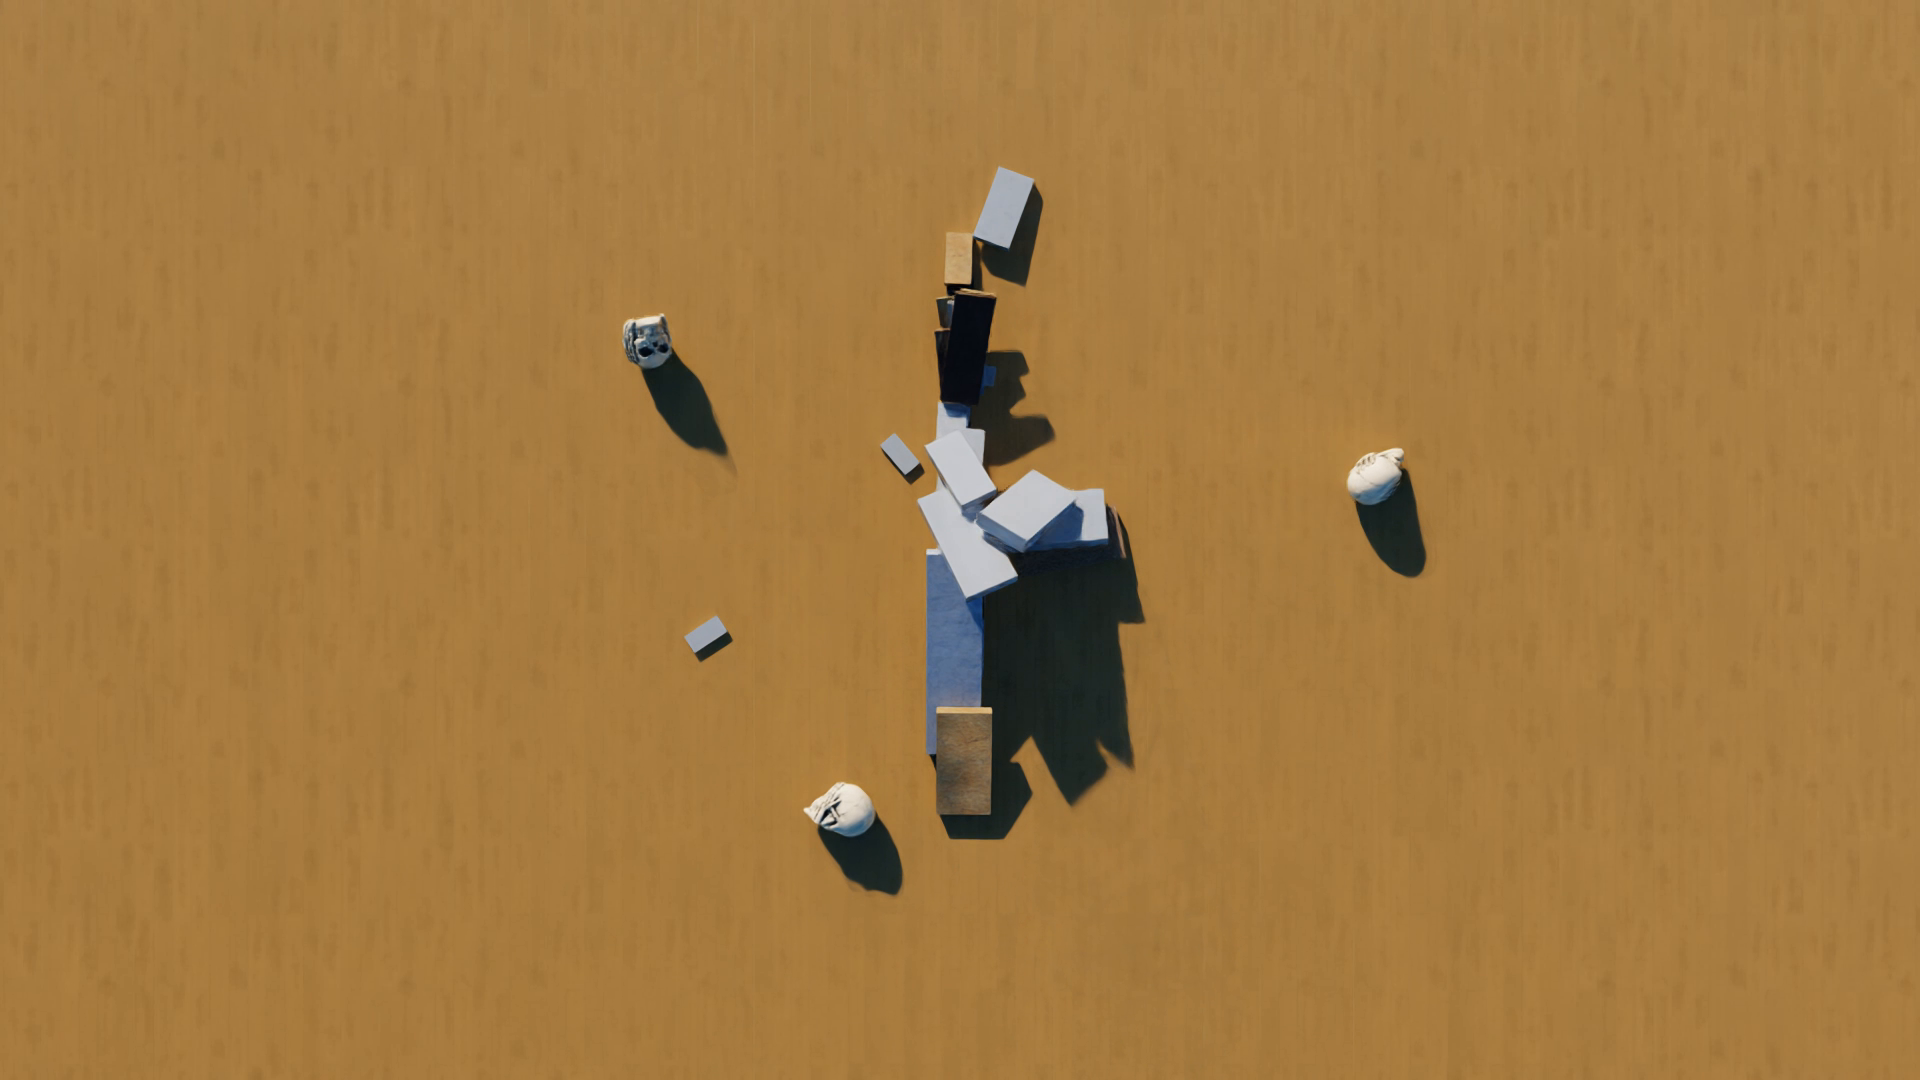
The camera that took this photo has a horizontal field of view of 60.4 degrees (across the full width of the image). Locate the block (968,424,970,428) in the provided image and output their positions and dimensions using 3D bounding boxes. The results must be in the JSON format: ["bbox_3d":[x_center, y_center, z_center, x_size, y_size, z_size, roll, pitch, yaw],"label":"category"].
[{"bbox_3d":[-0.014,-0.298,5.463,0.095,0.027,0.191,1,76,0],"label":"block"}]

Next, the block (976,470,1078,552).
[{"bbox_3d":[0.217,-0.096,5.273,0.178,0.356,0.050,31,127,16],"label":"block"}]

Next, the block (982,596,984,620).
[{"bbox_3d":[0.007,0.109,5.336,0.148,0.042,0.295,0,107,0],"label":"block"}]

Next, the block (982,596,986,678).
[{"bbox_3d":[0.006,0.305,5.438,0.148,0.042,0.295,1,107,0],"label":"block"}]

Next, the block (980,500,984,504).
[{"bbox_3d":[0.007,-0.091,5.440,0.142,0.040,0.284,1,106,0],"label":"block"}]

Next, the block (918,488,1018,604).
[{"bbox_3d":[0.022,0.001,5.228,0.178,0.050,0.369,-23,70,-9],"label":"block"}]

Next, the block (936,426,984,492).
[{"bbox_3d":[0.000,-0.220,5.357,0.142,0.040,0.284,4,80,1],"label":"block"}]

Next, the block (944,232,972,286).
[{"bbox_3d":[-0.004,-0.932,5.473,0.088,0.025,0.176,2,80,0],"label":"block"}]

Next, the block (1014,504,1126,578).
[{"bbox_3d":[0.356,0.005,5.475,0.356,0.050,0.178,-11,90,0],"label":"block"}]

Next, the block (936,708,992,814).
[{"bbox_3d":[0.013,0.727,5.425,0.180,0.051,0.360,1,106,0],"label":"block"}]

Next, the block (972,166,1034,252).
[{"bbox_3d":[0.144,-1.097,5.468,0.126,0.036,0.252,20,84,0],"label":"block"}]

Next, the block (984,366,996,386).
[{"bbox_3d":[0.053,-0.553,5.491,0.131,0.018,0.065,9,90,0],"label":"block"}]

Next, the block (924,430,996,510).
[{"bbox_3d":[0.001,-0.224,5.276,0.126,0.036,0.252,-26,64,-12],"label":"block"}]

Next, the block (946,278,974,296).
[{"bbox_3d":[0.000,-0.781,5.488,0.088,0.025,0.176,0,90,0],"label":"block"}]

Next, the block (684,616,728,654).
[{"bbox_3d":[-0.845,0.313,5.491,0.131,0.018,0.065,-33,90,0],"label":"block"}]

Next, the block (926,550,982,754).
[{"bbox_3d":[-0.019,0.370,5.368,0.180,0.051,0.697,1,108,0],"label":"block"}]

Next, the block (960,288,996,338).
[{"bbox_3d":[0.040,-0.700,5.428,0.120,0.034,0.239,9,111,-4],"label":"block"}]

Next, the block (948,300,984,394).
[{"bbox_3d":[0.020,-0.630,5.418,0.120,0.034,0.308,0,111,0],"label":"block"}]

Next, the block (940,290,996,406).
[{"bbox_3d":[0.023,-0.620,5.348,0.126,0.036,0.359,8,111,-4],"label":"block"}]

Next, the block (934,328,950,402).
[{"bbox_3d":[-0.012,-0.575,5.403,0.120,0.034,0.239,-5,111,1],"label":"block"}]

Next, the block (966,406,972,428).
[{"bbox_3d":[-0.023,-0.355,5.450,0.095,0.027,0.191,8,76,2],"label":"block"}]

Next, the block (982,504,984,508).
[{"bbox_3d":[0.003,0.022,5.428,0.142,0.040,0.284,1,112,0],"label":"block"}]

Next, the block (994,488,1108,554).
[{"bbox_3d":[0.299,-0.062,5.416,0.360,0.051,0.180,-5,67,3],"label":"block"}]

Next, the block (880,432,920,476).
[{"bbox_3d":[-0.199,-0.286,5.491,0.065,0.018,0.131,-40,90,0],"label":"block"}]

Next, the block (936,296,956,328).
[{"bbox_3d":[-0.022,-0.718,5.452,0.088,0.025,0.176,-7,111,3],"label":"block"}]

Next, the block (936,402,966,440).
[{"bbox_3d":[-0.029,-0.355,5.422,0.095,0.027,0.191,3,76,0],"label":"block"}]
